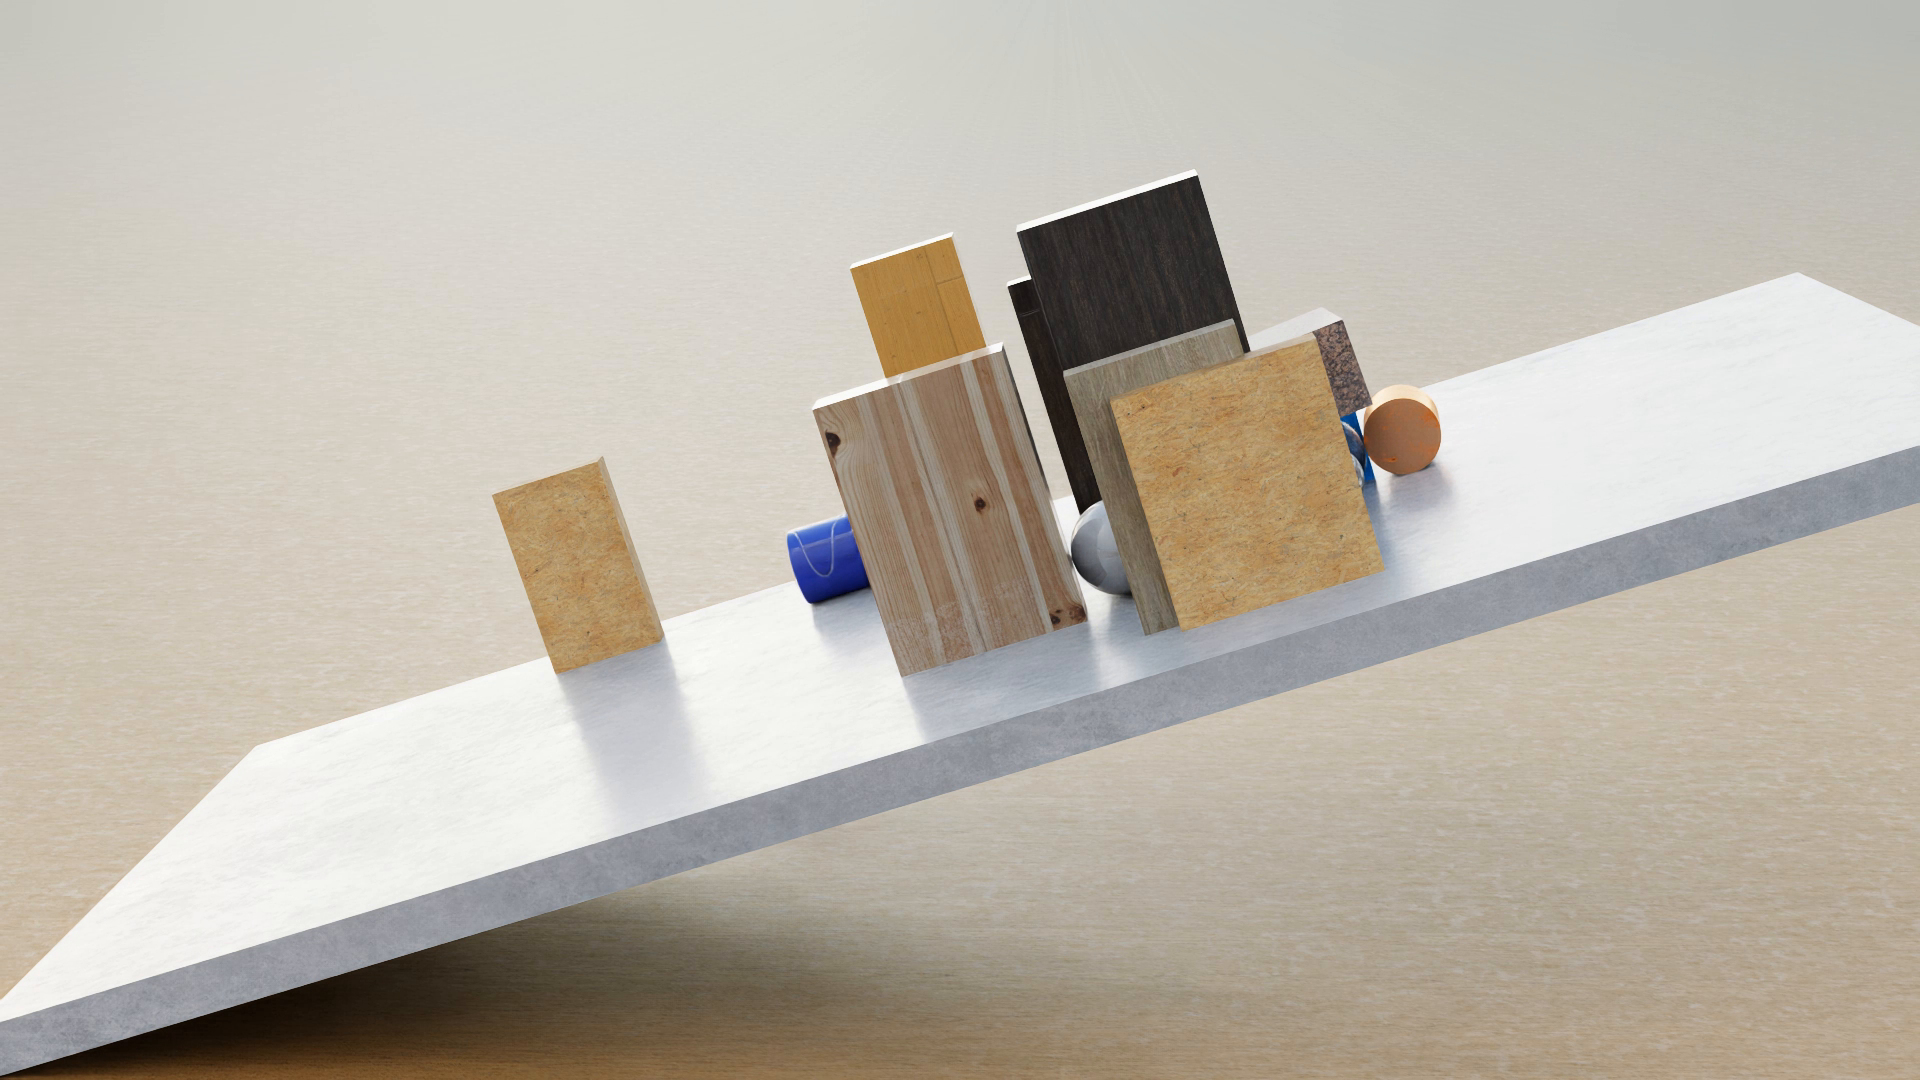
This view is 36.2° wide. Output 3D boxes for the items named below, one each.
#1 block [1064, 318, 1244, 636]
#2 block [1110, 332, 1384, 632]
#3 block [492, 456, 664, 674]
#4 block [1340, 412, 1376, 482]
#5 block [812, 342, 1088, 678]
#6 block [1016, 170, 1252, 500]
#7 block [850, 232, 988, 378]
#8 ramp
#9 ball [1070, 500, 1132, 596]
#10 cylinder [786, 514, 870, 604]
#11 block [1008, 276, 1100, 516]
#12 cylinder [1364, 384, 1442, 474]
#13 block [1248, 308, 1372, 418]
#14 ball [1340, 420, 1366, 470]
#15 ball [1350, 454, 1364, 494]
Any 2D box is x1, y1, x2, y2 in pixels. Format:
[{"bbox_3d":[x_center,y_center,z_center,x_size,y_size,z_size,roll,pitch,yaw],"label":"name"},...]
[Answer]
[{"bbox_3d":[0.434,-0.118,5.582,0.334,0.521,0.084,-17,10,5],"label":"block"},{"bbox_3d":[0.539,-0.108,5.523,0.397,0.459,0.081,-17,10,5],"label":"block"},{"bbox_3d":[-0.921,0.061,7.111,0.269,0.464,0.087,-17,10,5],"label":"block"},{"bbox_3d":[0.779,-0.207,6.412,0.181,0.181,0.181,-18,10,2],"label":"block"},{"bbox_3d":[-0.017,-0.060,5.909,0.393,0.571,0.128,-17,10,5],"label":"block"},{"bbox_3d":[0.416,-0.340,6.100,0.384,0.762,0.149,-17,10,5],"label":"block"},{"bbox_3d":[-0.020,-0.314,6.767,0.242,0.740,0.101,-17,10,5],"label":"block"},{"bbox_3d":[0.100,0.183,6.311,4.000,0.100,2.000,-17,10,5],"label":"ramp"},{"bbox_3d":[0.324,0.012,5.982,0.201,0.201,0.201,0,11,0],"label":"ball"},{"bbox_3d":[-0.294,0.039,6.955,0.180,0.180,0.180,-17,10,8],"label":"cylinder"},{"bbox_3d":[0.410,-0.321,6.378,0.445,0.631,0.081,-17,10,5],"label":"block"},{"bbox_3d":[0.951,-0.239,6.330,0.165,0.165,0.165,2,13,7],"label":"cylinder"},{"bbox_3d":[0.727,-0.354,6.206,0.194,0.194,0.194,-22,13,-1],"label":"block"},{"bbox_3d":[0.770,-0.170,6.234,0.181,0.181,0.181,0,11,0],"label":"ball"},{"bbox_3d":[0.761,-0.121,6.077,0.150,0.150,0.150,0,11,0],"label":"ball"}]
